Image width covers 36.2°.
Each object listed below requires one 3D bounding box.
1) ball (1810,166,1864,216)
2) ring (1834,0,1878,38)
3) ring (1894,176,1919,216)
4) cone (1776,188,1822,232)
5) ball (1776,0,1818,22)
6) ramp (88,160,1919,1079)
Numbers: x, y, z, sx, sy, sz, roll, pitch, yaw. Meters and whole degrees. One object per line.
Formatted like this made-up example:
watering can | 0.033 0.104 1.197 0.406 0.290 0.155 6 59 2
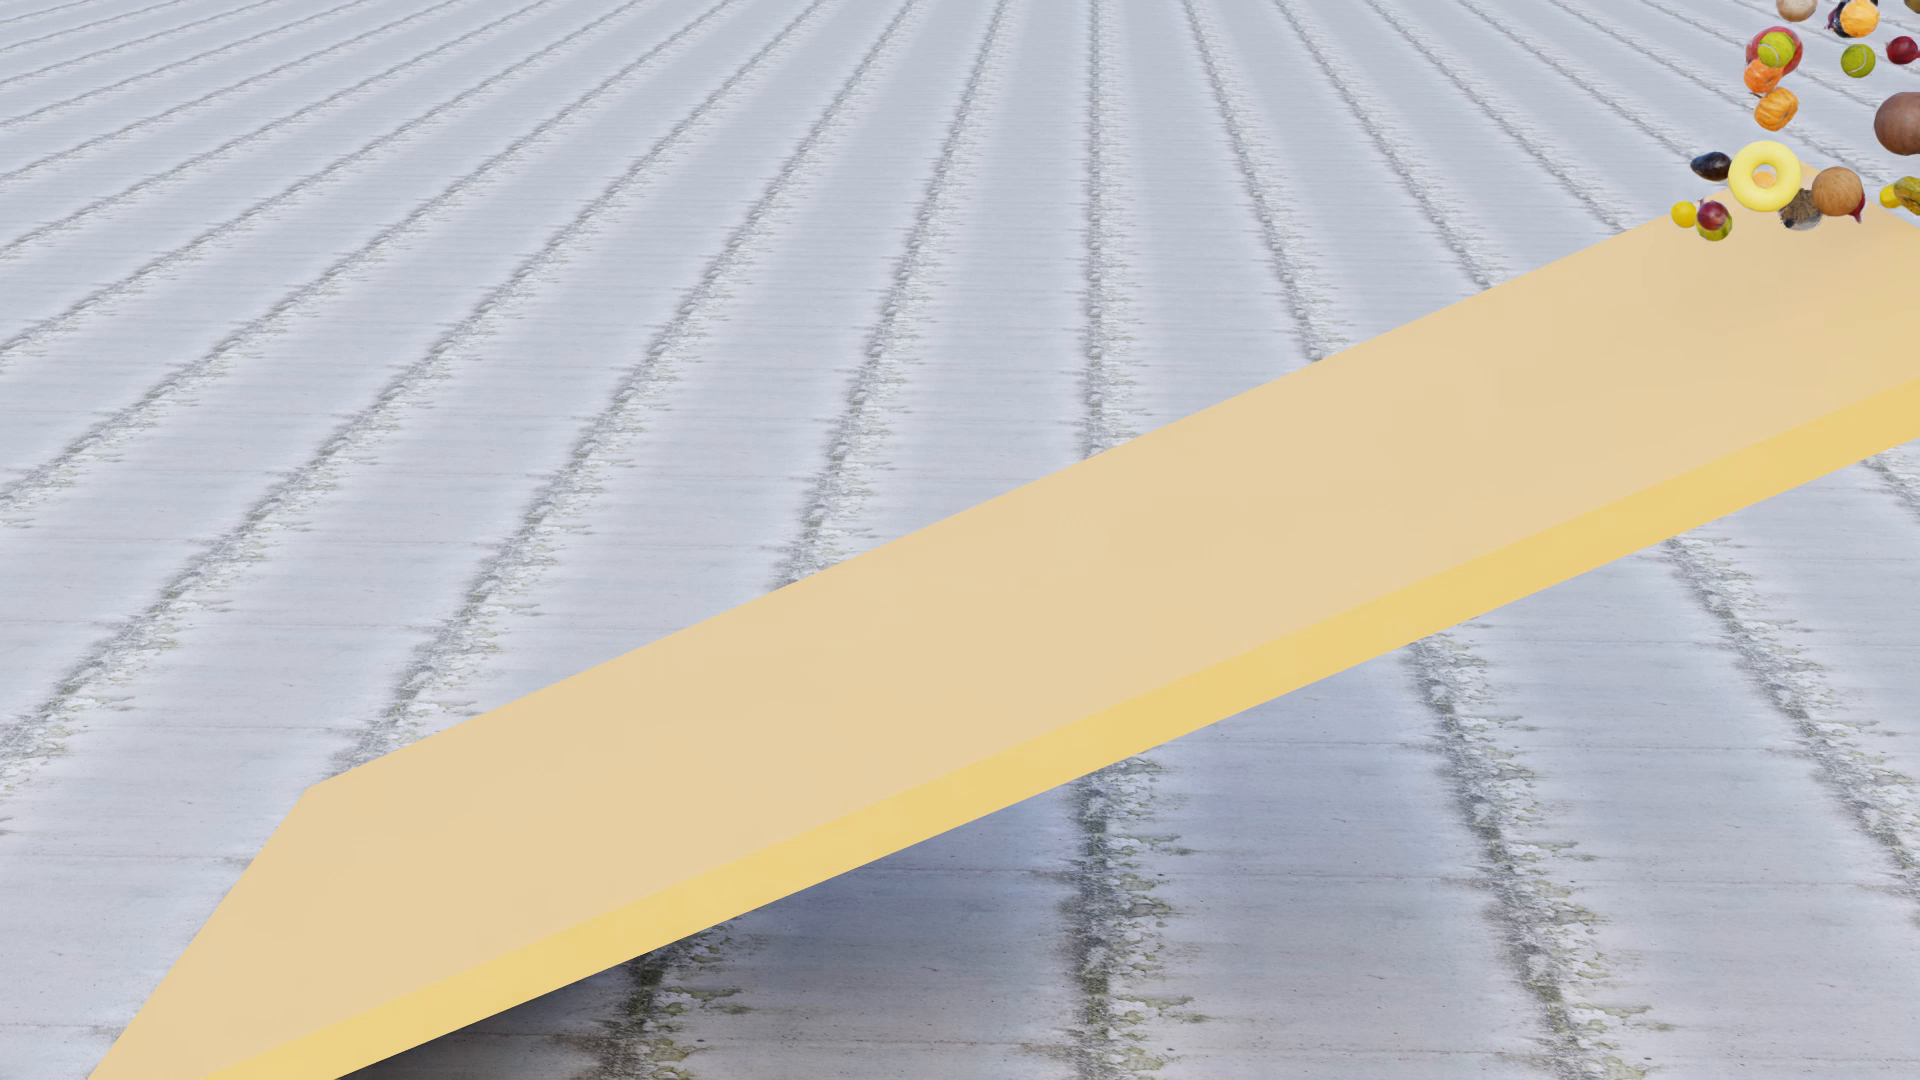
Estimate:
ball | 1.705 -0.678 5.719 0.098 0.098 0.098 0 15 0
ring | 1.774 -1.051 5.824 0.041 0.122 0.122 22 12 -11
ring | 1.942 -0.689 5.940 0.128 0.043 0.128 37 0 0
cone | 1.658 -0.640 5.858 0.093 0.093 0.093 9 33 30
ball | 1.614 -1.038 5.675 0.078 0.078 0.078 0 15 0
ramp | 0.132 0.170 6.284 4.000 0.100 2.000 -23 13 8
